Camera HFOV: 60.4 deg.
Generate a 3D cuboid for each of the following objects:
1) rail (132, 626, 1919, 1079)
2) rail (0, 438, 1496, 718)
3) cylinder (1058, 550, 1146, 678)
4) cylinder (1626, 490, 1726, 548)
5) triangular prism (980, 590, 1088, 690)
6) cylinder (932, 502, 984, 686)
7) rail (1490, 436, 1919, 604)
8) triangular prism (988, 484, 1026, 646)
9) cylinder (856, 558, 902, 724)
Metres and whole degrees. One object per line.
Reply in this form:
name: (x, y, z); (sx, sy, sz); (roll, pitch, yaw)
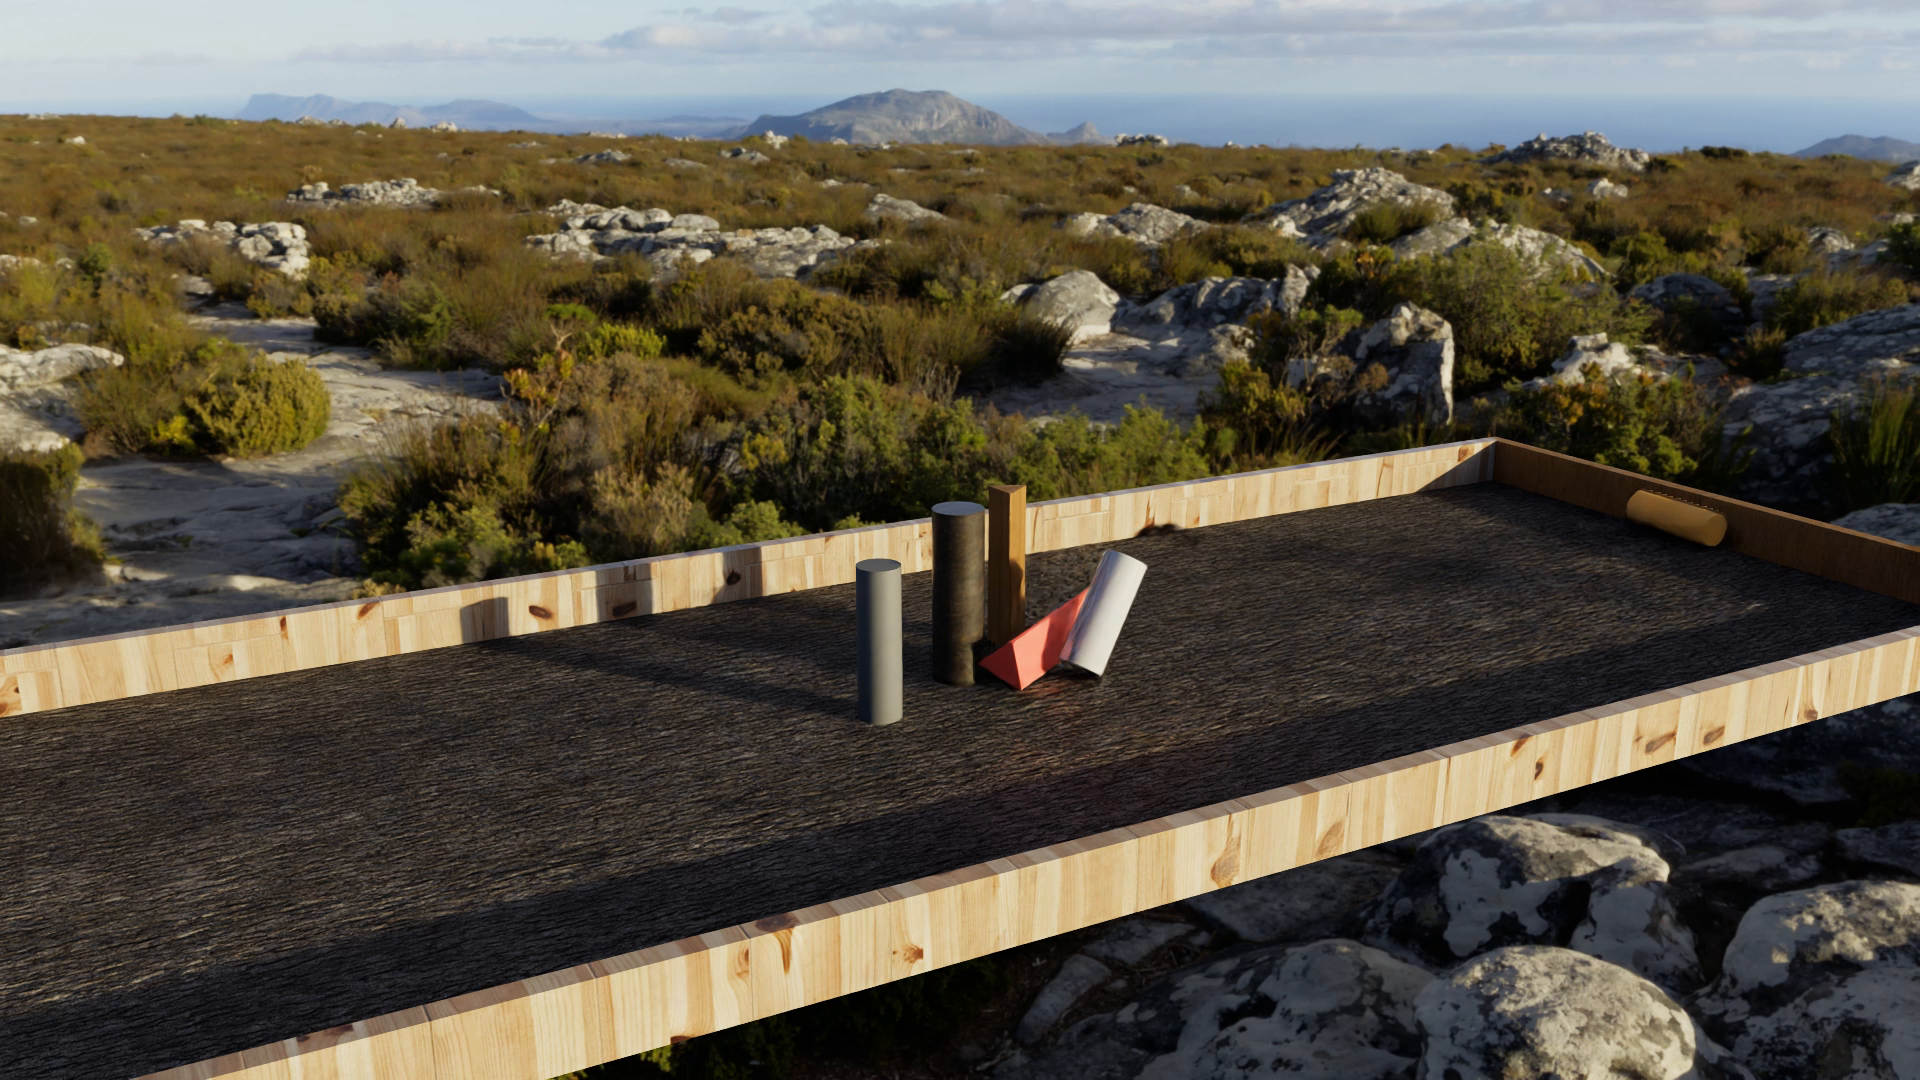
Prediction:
rail: (-2.336, 1.006, 1.665); (12.000, 0.150, 0.050); (-9, 18, -27)
rail: (-3.305, 0.497, 3.399); (12.000, 0.150, 0.050); (-9, 18, -27)
cylinder: (0.362, 0.185, 4.167); (0.115, 0.302, 0.115); (23, -8, 3)
cylinder: (2.321, -0.071, 5.351); (0.109, 0.109, 0.300); (-9, 20, -27)
triangular prism: (0.238, 0.224, 4.238); (0.131, 0.113, 0.438); (31, 35, 23)
cylinder: (-0.005, 0.134, 4.116); (0.131, 0.442, 0.131); (0, 16, 0)
rail: (2.466, -0.048, 5.253); (0.050, 0.150, 2.100); (-9, 18, -27)
triangular prism: (0.138, 0.068, 4.365); (0.084, 0.428, 0.097); (-11, 20, -34)
cylinder: (-0.189, 0.238, 3.876); (0.106, 0.376, 0.106); (0, 16, 0)
